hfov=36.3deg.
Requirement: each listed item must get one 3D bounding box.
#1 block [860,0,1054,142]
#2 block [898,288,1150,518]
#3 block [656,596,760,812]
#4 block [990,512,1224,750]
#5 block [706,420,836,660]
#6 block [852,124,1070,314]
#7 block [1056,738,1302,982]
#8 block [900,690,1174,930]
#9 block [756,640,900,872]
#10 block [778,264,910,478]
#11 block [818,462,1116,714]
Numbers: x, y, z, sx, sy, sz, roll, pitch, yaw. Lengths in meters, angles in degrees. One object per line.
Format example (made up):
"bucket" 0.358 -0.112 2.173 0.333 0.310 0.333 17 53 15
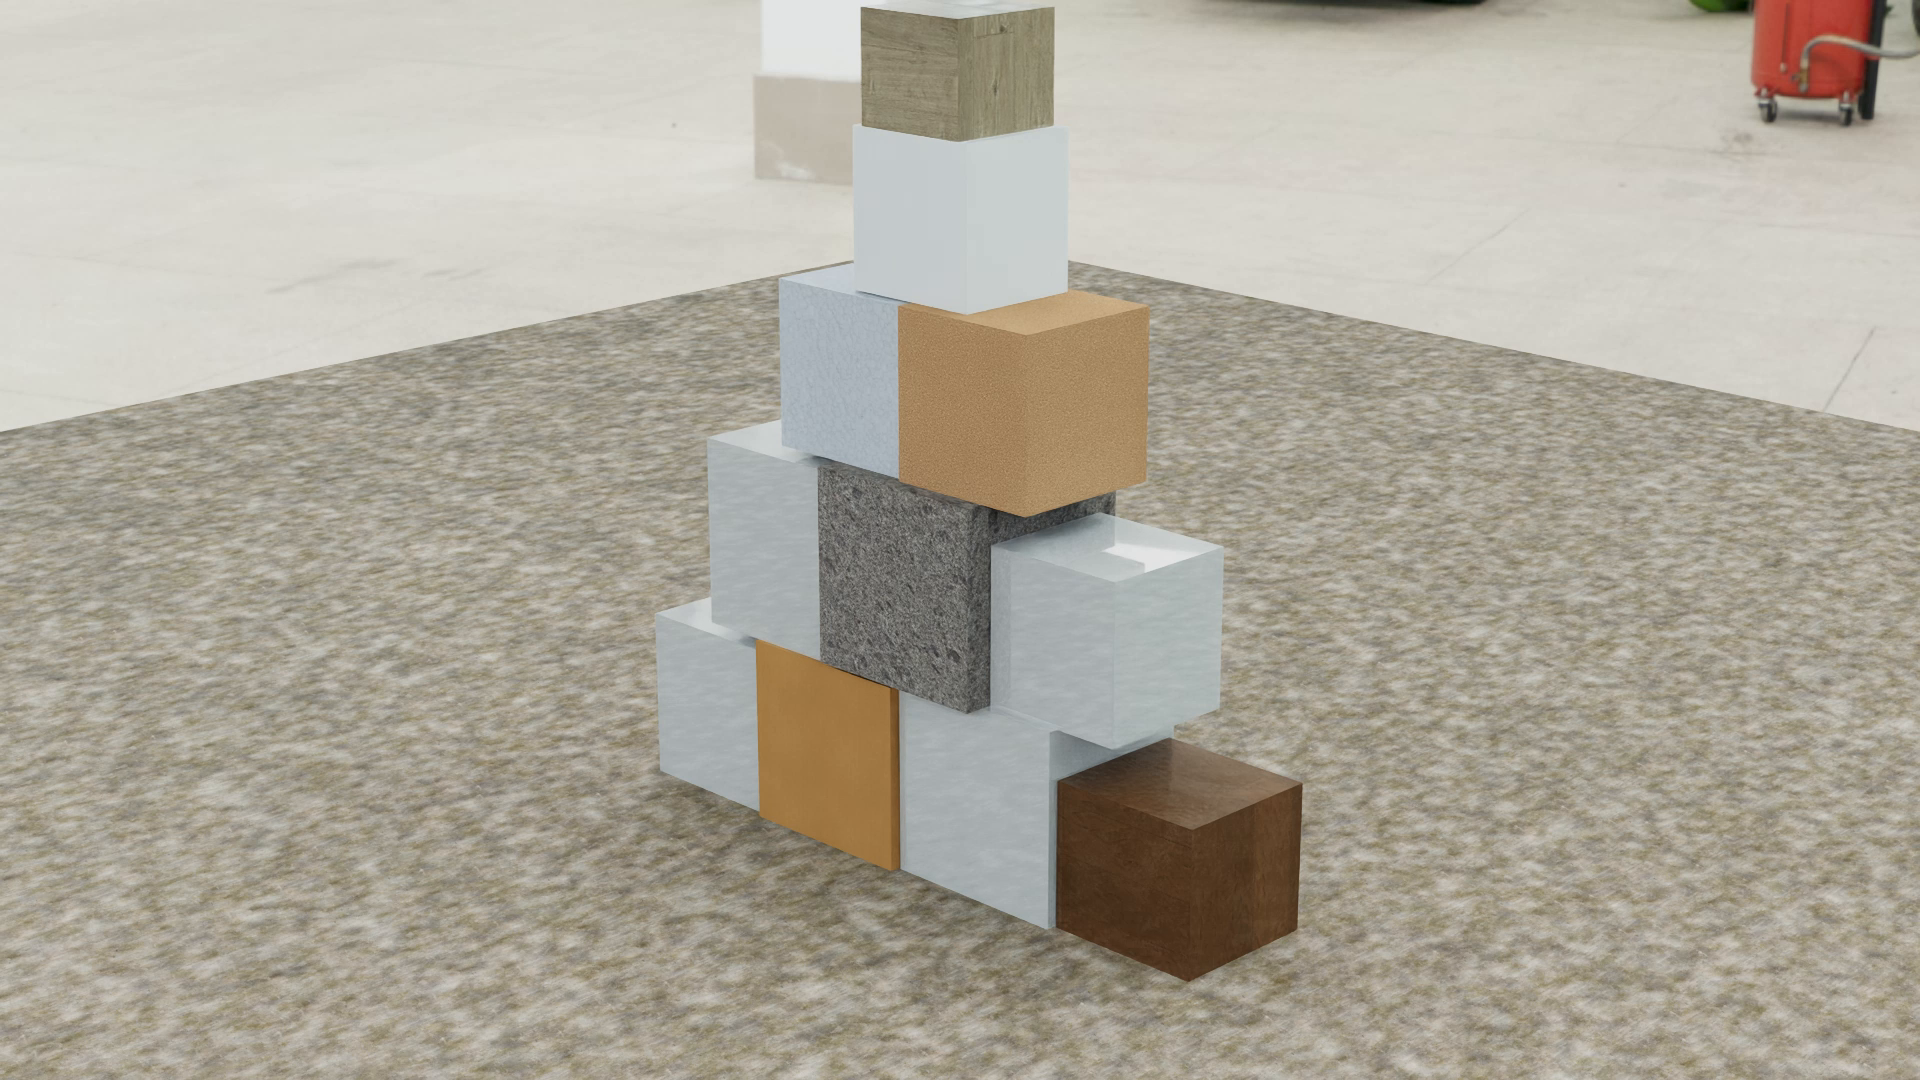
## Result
"block" -0.011 -2.049 12.691 0.594 0.516 0.588 16 24 43
"block" 0.277 -0.637 12.832 0.772 0.793 0.773 -17 24 -42
"block" -0.931 0.752 14.564 0.826 0.831 0.785 -17 24 -42
"block" 0.638 0.382 12.790 0.699 0.746 0.726 -17 24 -42
"block" -0.593 -0.046 13.964 0.862 0.921 0.837 -17 24 -42
"block" 0.003 -1.456 12.889 0.704 0.735 0.633 16 24 43
"block" 0.953 1.379 12.798 0.733 0.695 0.766 -17 24 -42
"block" 0.345 1.085 13.342 0.820 0.928 0.934 -17 24 -42
"block" -0.332 0.907 13.964 0.873 0.897 0.918 -17 24 -42
"block" -0.290 -0.801 13.366 0.703 0.786 0.799 -17 24 -42
"block" 0.031 0.113 13.327 0.950 0.936 0.951 -17 24 -42
